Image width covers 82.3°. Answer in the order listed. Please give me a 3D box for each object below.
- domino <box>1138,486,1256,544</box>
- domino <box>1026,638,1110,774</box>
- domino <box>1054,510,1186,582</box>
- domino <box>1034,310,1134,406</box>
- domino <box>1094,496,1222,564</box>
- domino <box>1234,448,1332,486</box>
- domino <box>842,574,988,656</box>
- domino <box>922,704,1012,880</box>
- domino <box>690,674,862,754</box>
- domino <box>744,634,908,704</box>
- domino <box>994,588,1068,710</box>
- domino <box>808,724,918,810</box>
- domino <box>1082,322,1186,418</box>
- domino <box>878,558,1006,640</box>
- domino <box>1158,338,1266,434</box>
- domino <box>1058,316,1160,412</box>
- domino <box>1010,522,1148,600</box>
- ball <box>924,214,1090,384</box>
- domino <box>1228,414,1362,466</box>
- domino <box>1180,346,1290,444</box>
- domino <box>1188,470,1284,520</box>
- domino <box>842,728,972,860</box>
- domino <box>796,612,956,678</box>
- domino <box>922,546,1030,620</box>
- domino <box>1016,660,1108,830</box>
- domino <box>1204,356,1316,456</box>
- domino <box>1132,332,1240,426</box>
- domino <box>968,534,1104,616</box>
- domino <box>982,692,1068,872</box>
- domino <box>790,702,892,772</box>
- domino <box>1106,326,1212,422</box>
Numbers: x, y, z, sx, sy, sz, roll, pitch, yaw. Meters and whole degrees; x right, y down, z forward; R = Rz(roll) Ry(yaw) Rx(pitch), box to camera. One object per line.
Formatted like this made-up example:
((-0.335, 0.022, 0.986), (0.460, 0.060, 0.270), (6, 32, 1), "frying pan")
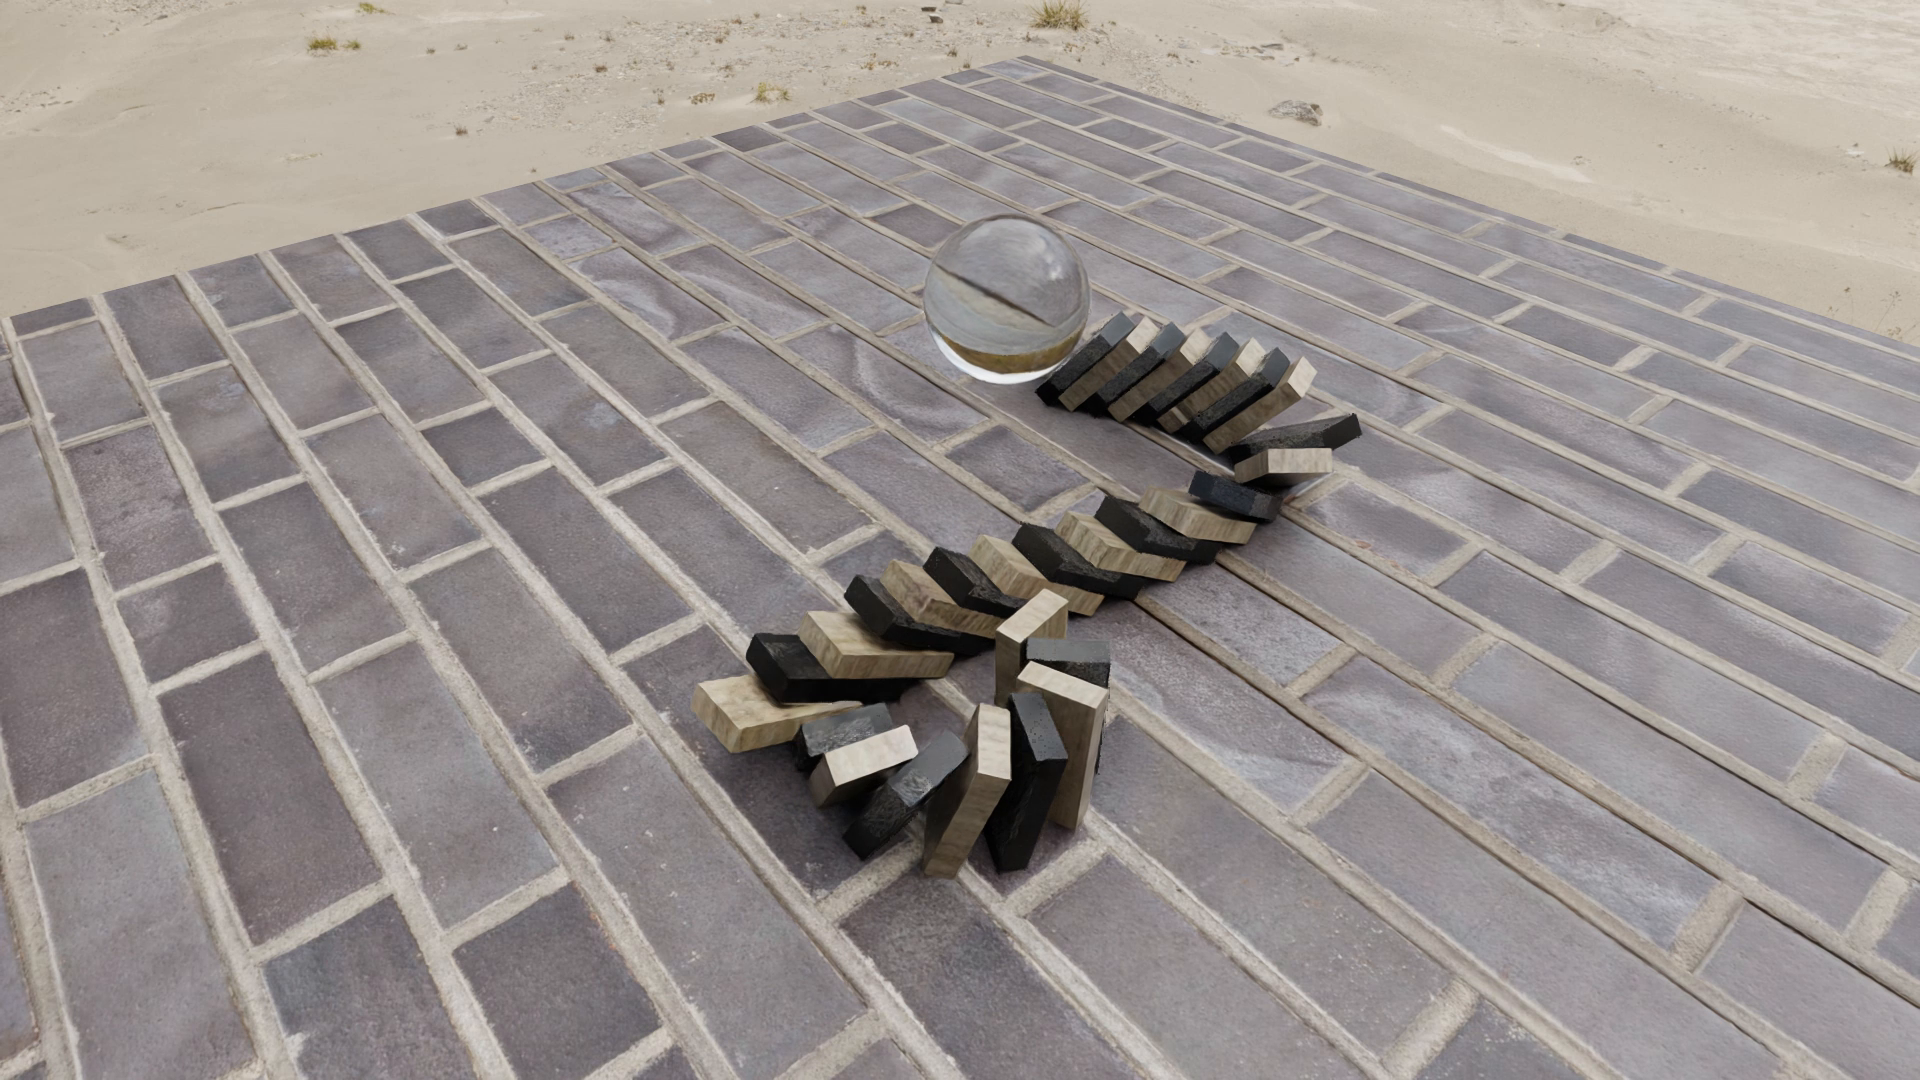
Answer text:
((0.095, -0.010, 0.436), (0.025, 0.009, 0.050), (35, 19, 35), "domino")
((0.033, 0.053, 0.347), (0.025, 0.050, 0.009), (3, 38, 3), "domino")
((0.062, 0.003, 0.420), (0.050, 0.010, 0.025), (10, 25, -45), "domino")
((0.059, -0.085, 0.520), (0.009, 0.050, 0.025), (46, 47, -5), "domino")
((0.078, -0.004, 0.428), (0.050, 0.010, 0.025), (9, 26, -45), "domino")
((0.133, -0.030, 0.455), (0.025, 0.010, 0.050), (-1, -3, -1), "domino")
((-0.015, 0.027, 0.388), (0.050, 0.009, 0.025), (17, 20, -48), "domino")
((0.002, 0.074, 0.321), (0.010, 0.050, 0.025), (16, 38, -10), "domino")
((-0.059, 0.054, 0.361), (0.050, 0.010, 0.025), (-4, 31, -47), "domino")
((-0.044, 0.043, 0.372), (0.050, 0.010, 0.025), (6, 27, -43), "domino")
((0.023, 0.043, 0.359), (0.009, 0.050, 0.025), (28, 47, 31), "domino")
((-0.030, 0.069, 0.329), (0.025, 0.050, 0.010), (-17, 74, -19), "domino")
((0.080, -0.079, 0.511), (0.010, 0.050, 0.025), (46, 47, -5), "domino")
((-0.002, 0.022, 0.391), (0.050, 0.009, 0.025), (17, 19, -46), "domino")
((0.114, -0.070, 0.500), (0.010, 0.050, 0.025), (46, 47, -6), "domino")
((0.069, -0.082, 0.515), (0.009, 0.050, 0.025), (46, 46, -5), "domino")
((0.045, 0.008, 0.413), (0.050, 0.010, 0.025), (13, 24, -44), "domino")
((0.022, -0.115, 0.528), (0.080, 0.080, 0.080), (0, 39, 0), "ball")
((0.143, -0.043, 0.473), (0.025, 0.009, 0.050), (-25, 11, -32), "domino")
((0.123, -0.064, 0.494), (0.010, 0.050, 0.025), (46, 47, -6), "domino")
((0.112, -0.018, 0.444), (0.025, 0.010, 0.050), (24, 10, 26), "domino")
((-0.016, 0.075, 0.321), (0.009, 0.050, 0.025), (47, 54, 11), "domino")
((-0.029, 0.036, 0.381), (0.050, 0.009, 0.025), (6, 28, -44), "domino")
((0.013, 0.018, 0.398), (0.050, 0.010, 0.025), (18, 19, -45), "domino")
((0.028, 0.063, 0.334), (0.025, 0.050, 0.010), (19, 36, 21), "domino")
((0.132, -0.059, 0.487), (0.010, 0.050, 0.025), (46, 46, -6), "domino")
((0.103, -0.073, 0.504), (0.010, 0.050, 0.025), (46, 49, -6), "domino")
((0.029, 0.013, 0.405), (0.050, 0.009, 0.025), (16, 22, -45), "domino")
((0.017, 0.071, 0.323), (0.009, 0.050, 0.025), (0, 38, -19), "domino")
((-0.037, 0.061, 0.340), (0.025, 0.050, 0.009), (-13, 77, -16), "domino")
((0.092, -0.076, 0.508), (0.009, 0.050, 0.025), (46, 47, -6), "domino")
